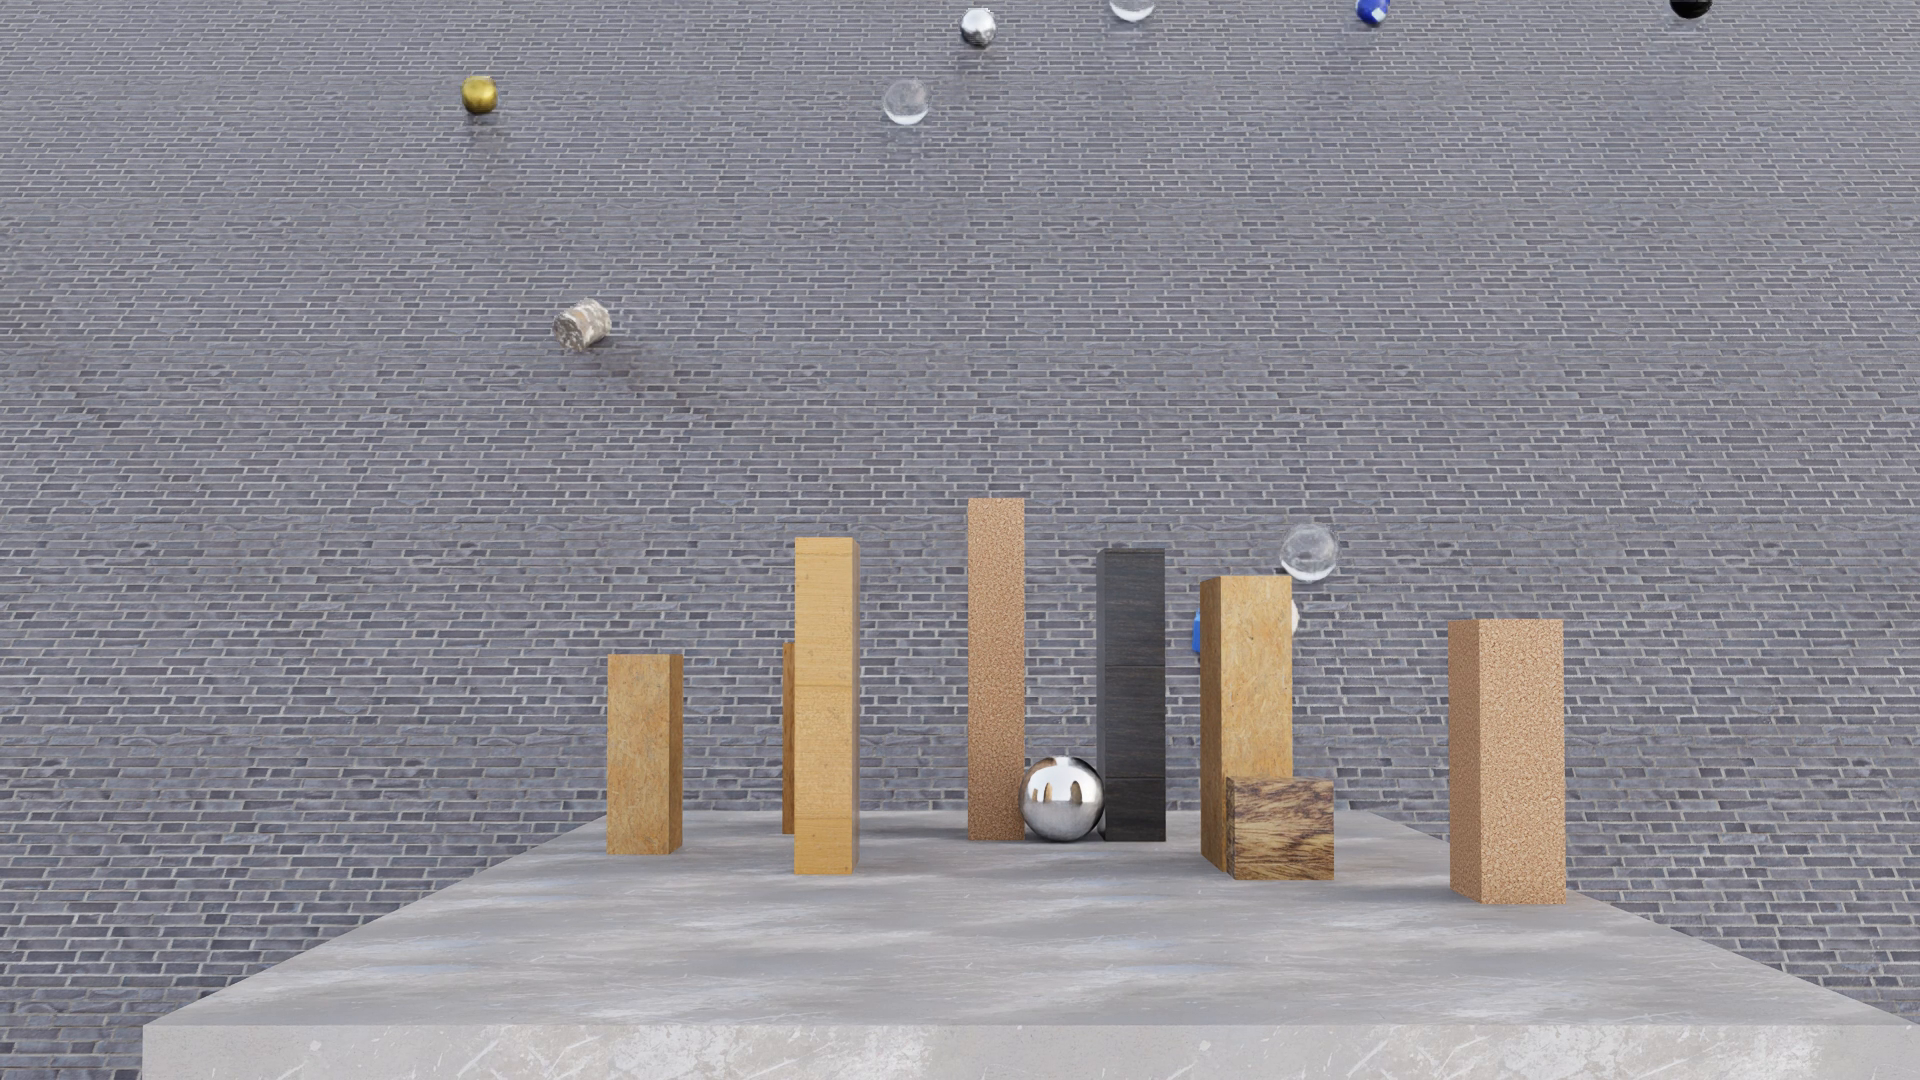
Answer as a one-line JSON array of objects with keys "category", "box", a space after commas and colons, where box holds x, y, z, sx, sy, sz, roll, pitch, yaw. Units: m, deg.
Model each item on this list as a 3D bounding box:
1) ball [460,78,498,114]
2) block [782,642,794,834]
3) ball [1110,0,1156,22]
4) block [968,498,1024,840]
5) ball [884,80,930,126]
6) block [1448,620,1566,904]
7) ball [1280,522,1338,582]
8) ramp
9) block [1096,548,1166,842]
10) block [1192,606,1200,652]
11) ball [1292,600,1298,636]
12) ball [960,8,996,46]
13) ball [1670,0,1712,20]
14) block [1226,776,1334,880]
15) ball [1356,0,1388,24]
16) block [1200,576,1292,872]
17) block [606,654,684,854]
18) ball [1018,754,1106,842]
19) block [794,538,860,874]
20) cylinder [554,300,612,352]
[{"category": "ball", "box": [-1.885, -1.743, 10.213, 0.146, 0.146, 0.146, 0, 37, 0]}, {"category": "block", "box": [-0.363, 0.469, 6.237, 0.097, 0.443, 0.400, 0, -3, 0]}, {"category": "ball", "box": [0.722, -2.268, 10.870, 0.198, 0.198, 0.198, 0, 37, 0]}, {"category": "block", "box": [0.082, 0.299, 6.059, 0.126, 0.768, 0.423, 0, -3, 0]}, {"category": "ball", "box": [-0.208, -1.705, 10.136, 0.178, 0.178, 0.178, 0, 37, 0]}, {"category": "block", "box": [0.942, 0.376, 4.494, 0.141, 0.476, 0.280, 0, -3, 0]}, {"category": "ball", "box": [1.049, 0.037, 7.815, 0.177, 0.177, 0.177, 0, 37, 0]}, {"category": "ramp", "box": [0.081, 0.683, 4.921, 2.000, 0.100, 4.000, 0, -3, 0]}, {"category": "block", "box": [0.391, 0.353, 5.982, 0.135, 0.654, 0.364, 0, -3, 0]}, {"category": "block", "box": [0.746, 0.253, 7.580, 0.112, 0.112, 0.112, 10, 38, 13]}, {"category": "ball", "box": [0.904, 0.226, 7.573, 0.164, 0.164, 0.164, 0, 37, 0]}, {"category": "ball", "box": [0.073, -2.109, 10.700, 0.147, 0.147, 0.147, 0, 37, 0]}, {"category": "ball", "box": [3.061, -2.272, 10.891, 0.178, 0.178, 0.178, 0, 37, 0]}, {"category": "block", "box": [0.601, 0.541, 4.898, 0.182, 0.182, 0.182, 0, -3, 1]}, {"category": "ball", "box": [1.722, -2.226, 10.865, 0.136, 0.136, 0.136, 0, 37, 0]}, {"category": "block", "box": [0.571, 0.362, 5.219, 0.136, 0.567, 0.441, 0, -3, 0]}, {"category": "block", "box": [-0.671, 0.453, 5.558, 0.129, 0.417, 0.269, 0, -3, 0]}, {"category": "ball", "box": [0.226, 0.574, 5.783, 0.195, 0.195, 0.195, 0, 37, 0]}, {"category": "block", "box": [-0.259, 0.323, 5.133, 0.109, 0.639, 0.386, 0, -3, 0]}, {"category": "cylinder", "box": [-1.286, -0.731, 8.872, 0.137, 0.137, 0.137, 24, 43, 28]}]
